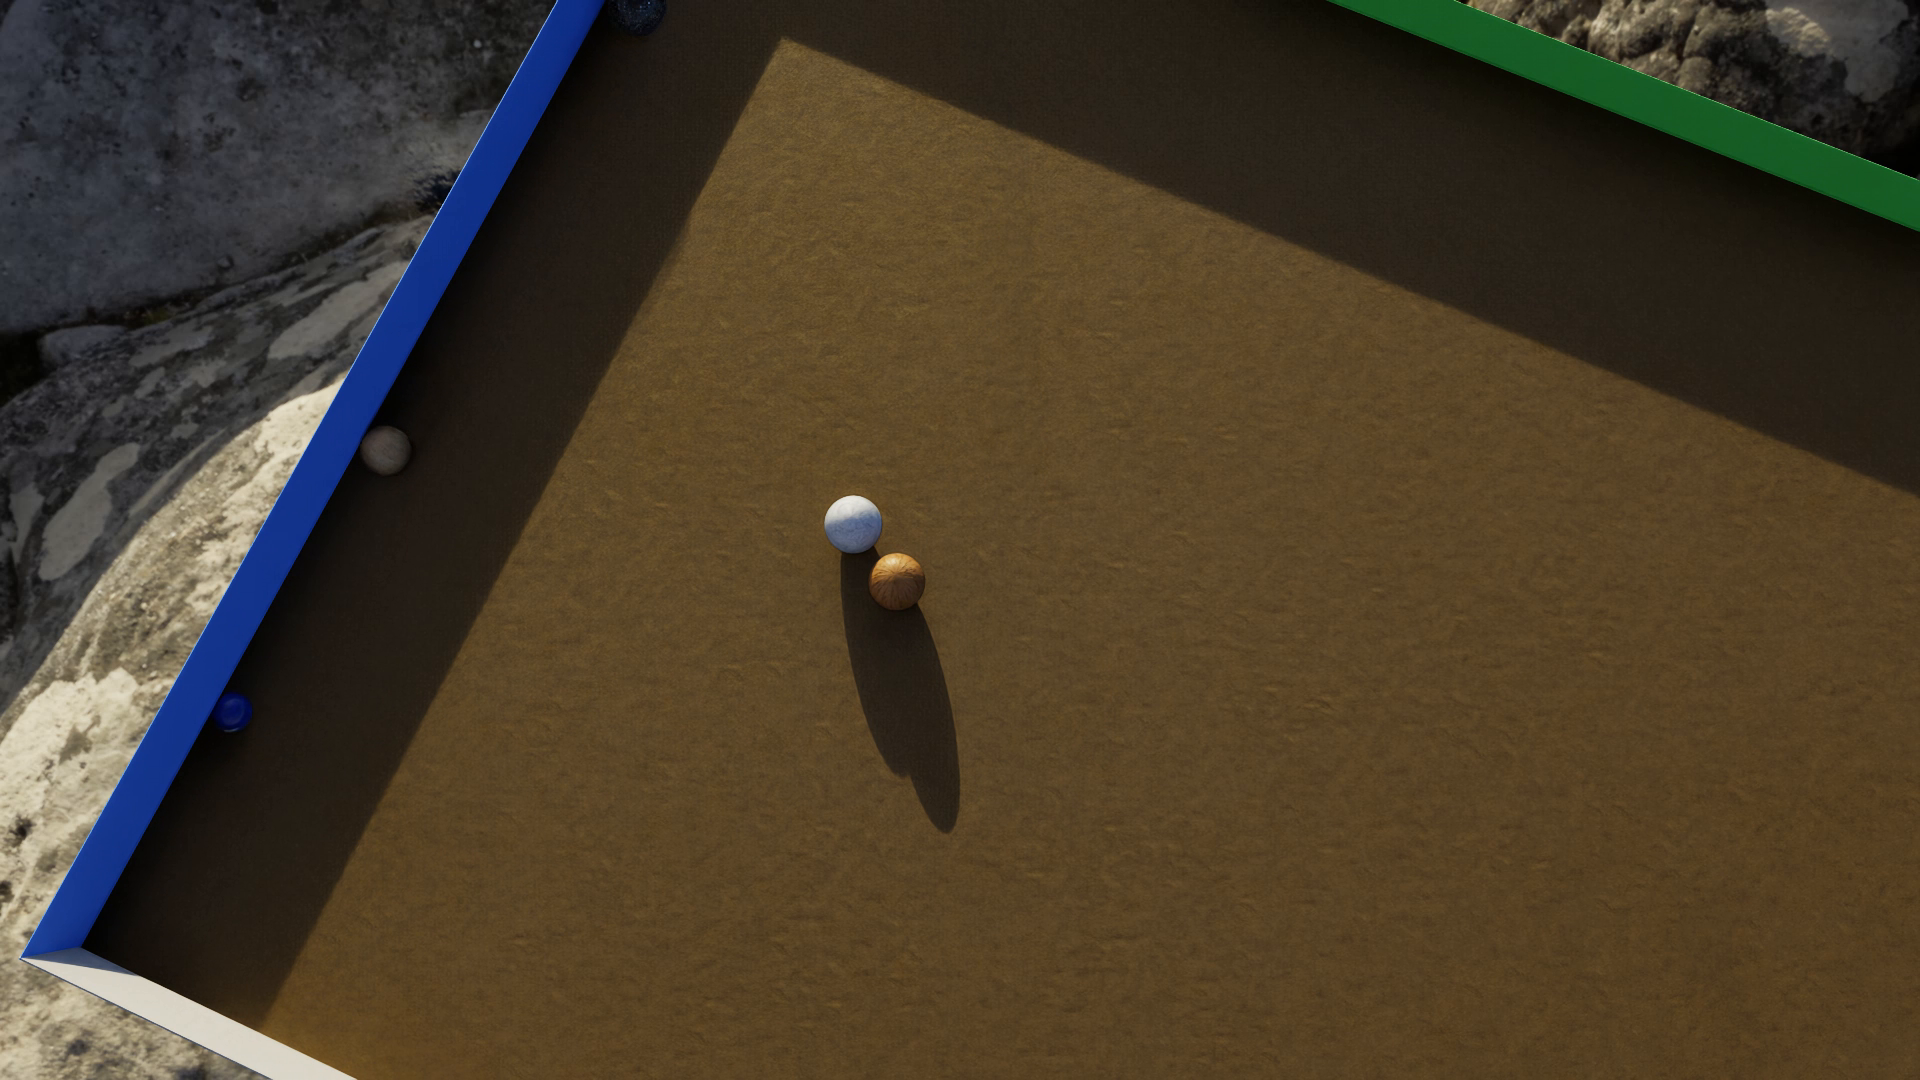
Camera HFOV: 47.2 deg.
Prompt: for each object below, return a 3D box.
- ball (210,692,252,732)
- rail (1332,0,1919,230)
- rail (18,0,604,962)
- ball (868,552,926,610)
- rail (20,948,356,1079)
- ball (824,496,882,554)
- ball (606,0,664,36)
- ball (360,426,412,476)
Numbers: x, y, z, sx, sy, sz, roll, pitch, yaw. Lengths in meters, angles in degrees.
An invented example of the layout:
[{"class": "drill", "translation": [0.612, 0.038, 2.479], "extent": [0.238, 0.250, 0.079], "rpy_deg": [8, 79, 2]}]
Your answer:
[{"class": "ball", "translation": [-1.094, 0.259, 3.300], "extent": [0.060, 0.060, 0.060], "rpy_deg": [0, 74, 0]}, {"class": "rail", "translation": [1.320, -0.601, 3.520], "extent": [3.805, 0.123, 0.045], "rpy_deg": [23, 75, 7]}, {"class": "rail", "translation": [-0.846, -0.370, 3.452], "extent": [0.045, 0.123, 2.258], "rpy_deg": [23, 75, 7]}, {"class": "ball", "translation": [-0.096, 0.064, 3.344], "extent": [0.088, 0.088, 0.088], "rpy_deg": [0, 74, 0]}, {"class": "rail", "translation": [0.416, 1.334, 2.949], "extent": [3.805, 0.123, 0.045], "rpy_deg": [23, 75, 7]}, {"class": "ball", "translation": [-0.163, -0.024, 3.368], "extent": [0.089, 0.089, 0.089], "rpy_deg": [0, 74, 0]}, {"class": "ball", "translation": [-0.533, -0.876, 3.617], "extent": [0.095, 0.095, 0.095], "rpy_deg": [0, 74, 0]}, {"class": "ball", "translation": [-0.890, -0.139, 3.409], "extent": [0.077, 0.077, 0.077], "rpy_deg": [0, 74, 0]}]
